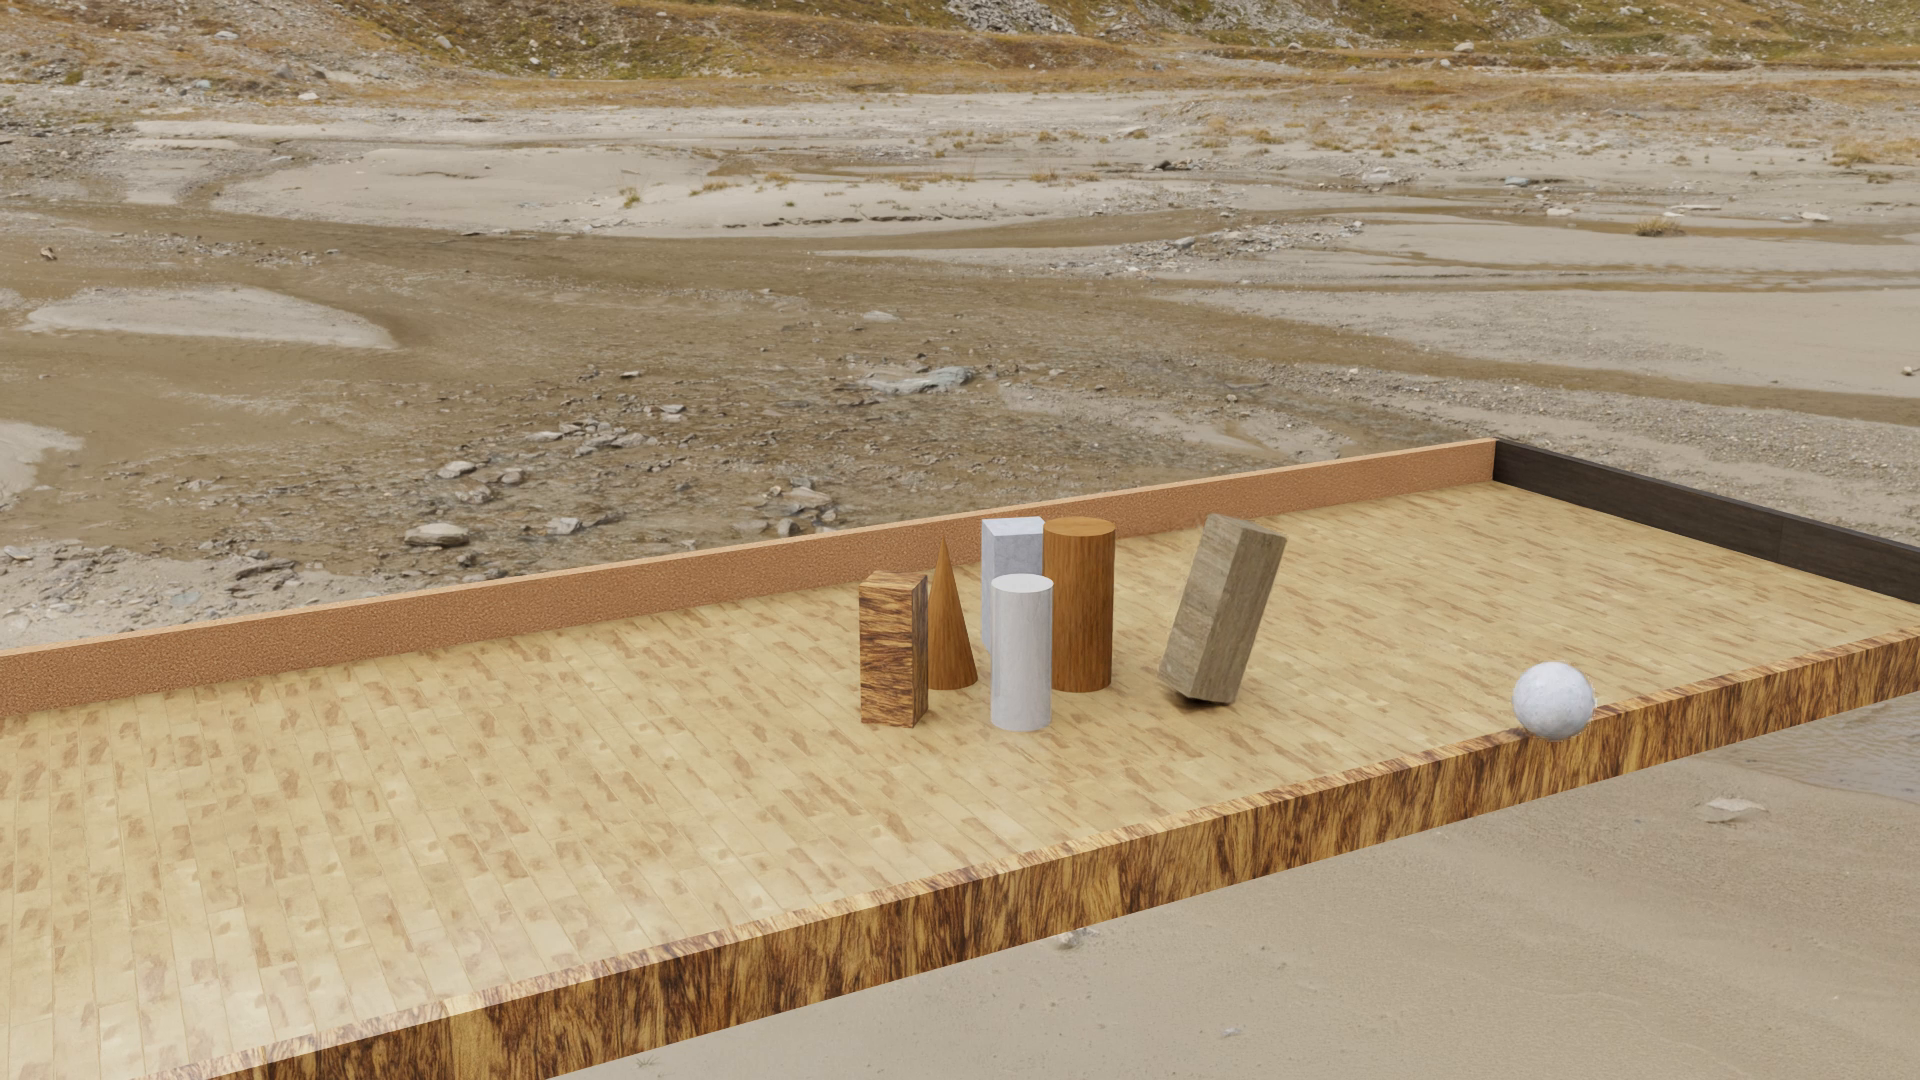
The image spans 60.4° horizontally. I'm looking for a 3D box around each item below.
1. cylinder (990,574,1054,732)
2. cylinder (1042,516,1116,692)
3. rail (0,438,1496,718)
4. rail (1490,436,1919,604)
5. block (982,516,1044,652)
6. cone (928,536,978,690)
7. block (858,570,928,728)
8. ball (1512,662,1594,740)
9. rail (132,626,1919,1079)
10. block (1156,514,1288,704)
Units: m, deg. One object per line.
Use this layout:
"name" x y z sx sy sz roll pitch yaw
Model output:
"cylinder" 0.144 0.262 3.860 0.144 0.340 0.144 0 16 0
"cylinder" 0.292 0.159 4.100 0.177 0.402 0.177 0 16 0
"rail" -3.305 0.497 3.399 12.000 0.150 0.050 -9 18 -27
"rail" 2.466 -0.048 5.253 0.050 0.150 2.100 -9 18 -27
"block" 0.149 0.125 4.332 0.157 0.337 0.157 -3 17 -11
"cone" -0.040 0.165 4.116 0.171 0.381 0.171 0 16 0
"block" -0.155 0.256 3.882 0.127 0.340 0.127 5 17 15
"ball" 1.226 0.332 3.411 0.161 0.161 0.161 0 16 0
"rail" -2.336 1.006 1.665 12.000 0.150 0.050 -9 18 -27
"block" 0.632 0.167 3.989 0.139 0.425 0.139 11 10 -30
